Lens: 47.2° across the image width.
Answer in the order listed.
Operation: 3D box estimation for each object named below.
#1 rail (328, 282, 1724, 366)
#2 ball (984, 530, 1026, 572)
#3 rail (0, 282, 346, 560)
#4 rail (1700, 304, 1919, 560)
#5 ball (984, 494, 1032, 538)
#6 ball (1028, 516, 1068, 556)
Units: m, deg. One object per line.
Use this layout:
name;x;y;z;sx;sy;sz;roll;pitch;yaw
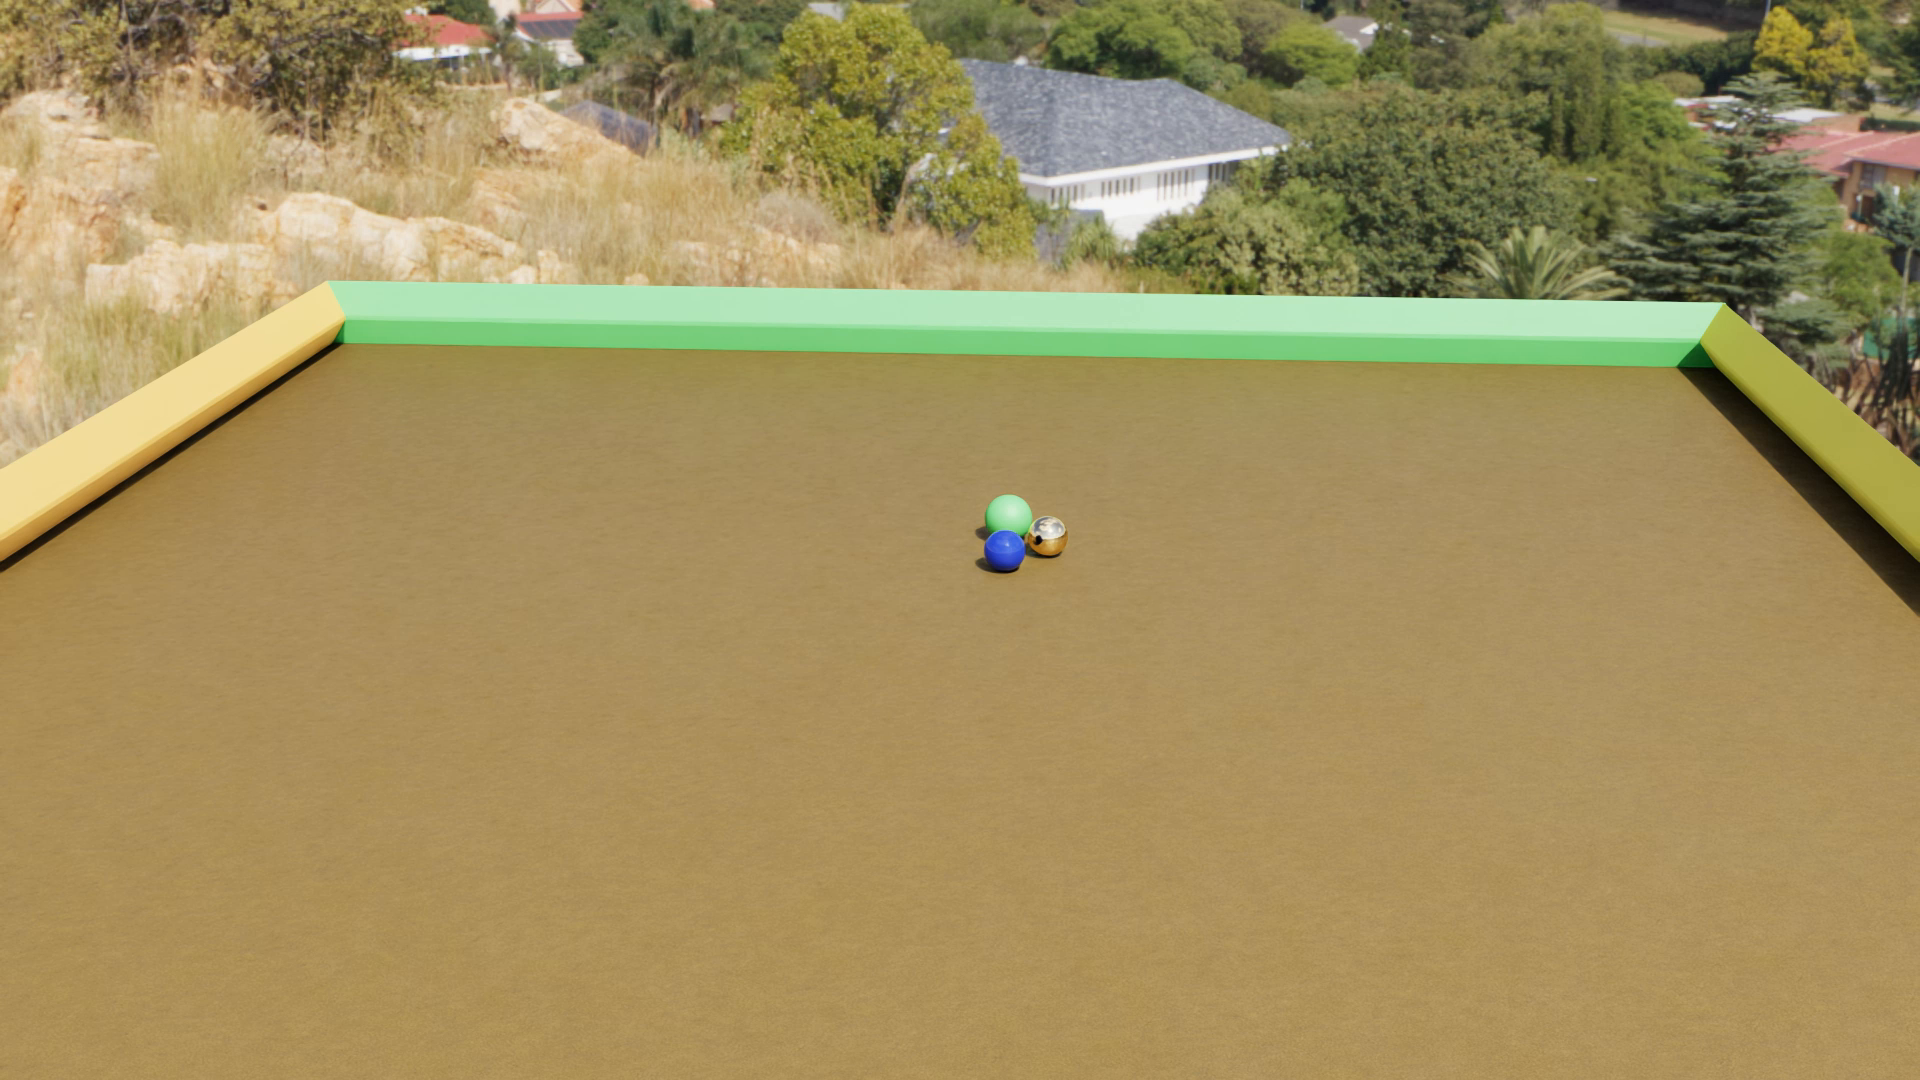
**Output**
rail;0.083;-0.370;3.800;2.422;0.111;0.045;1;18;4
ball;0.056;0.013;2.740;0.052;0.052;0.052;0;18;0
rail;-1.269;0.294;1.796;0.045;0.111;4.465;1;18;4
rail;1.099;0.351;1.623;0.045;0.111;4.465;1;18;4
ball;0.063;-0.028;2.850;0.062;0.062;0.062;0;18;0
ball;0.111;-0.005;2.795;0.052;0.052;0.052;0;18;0
